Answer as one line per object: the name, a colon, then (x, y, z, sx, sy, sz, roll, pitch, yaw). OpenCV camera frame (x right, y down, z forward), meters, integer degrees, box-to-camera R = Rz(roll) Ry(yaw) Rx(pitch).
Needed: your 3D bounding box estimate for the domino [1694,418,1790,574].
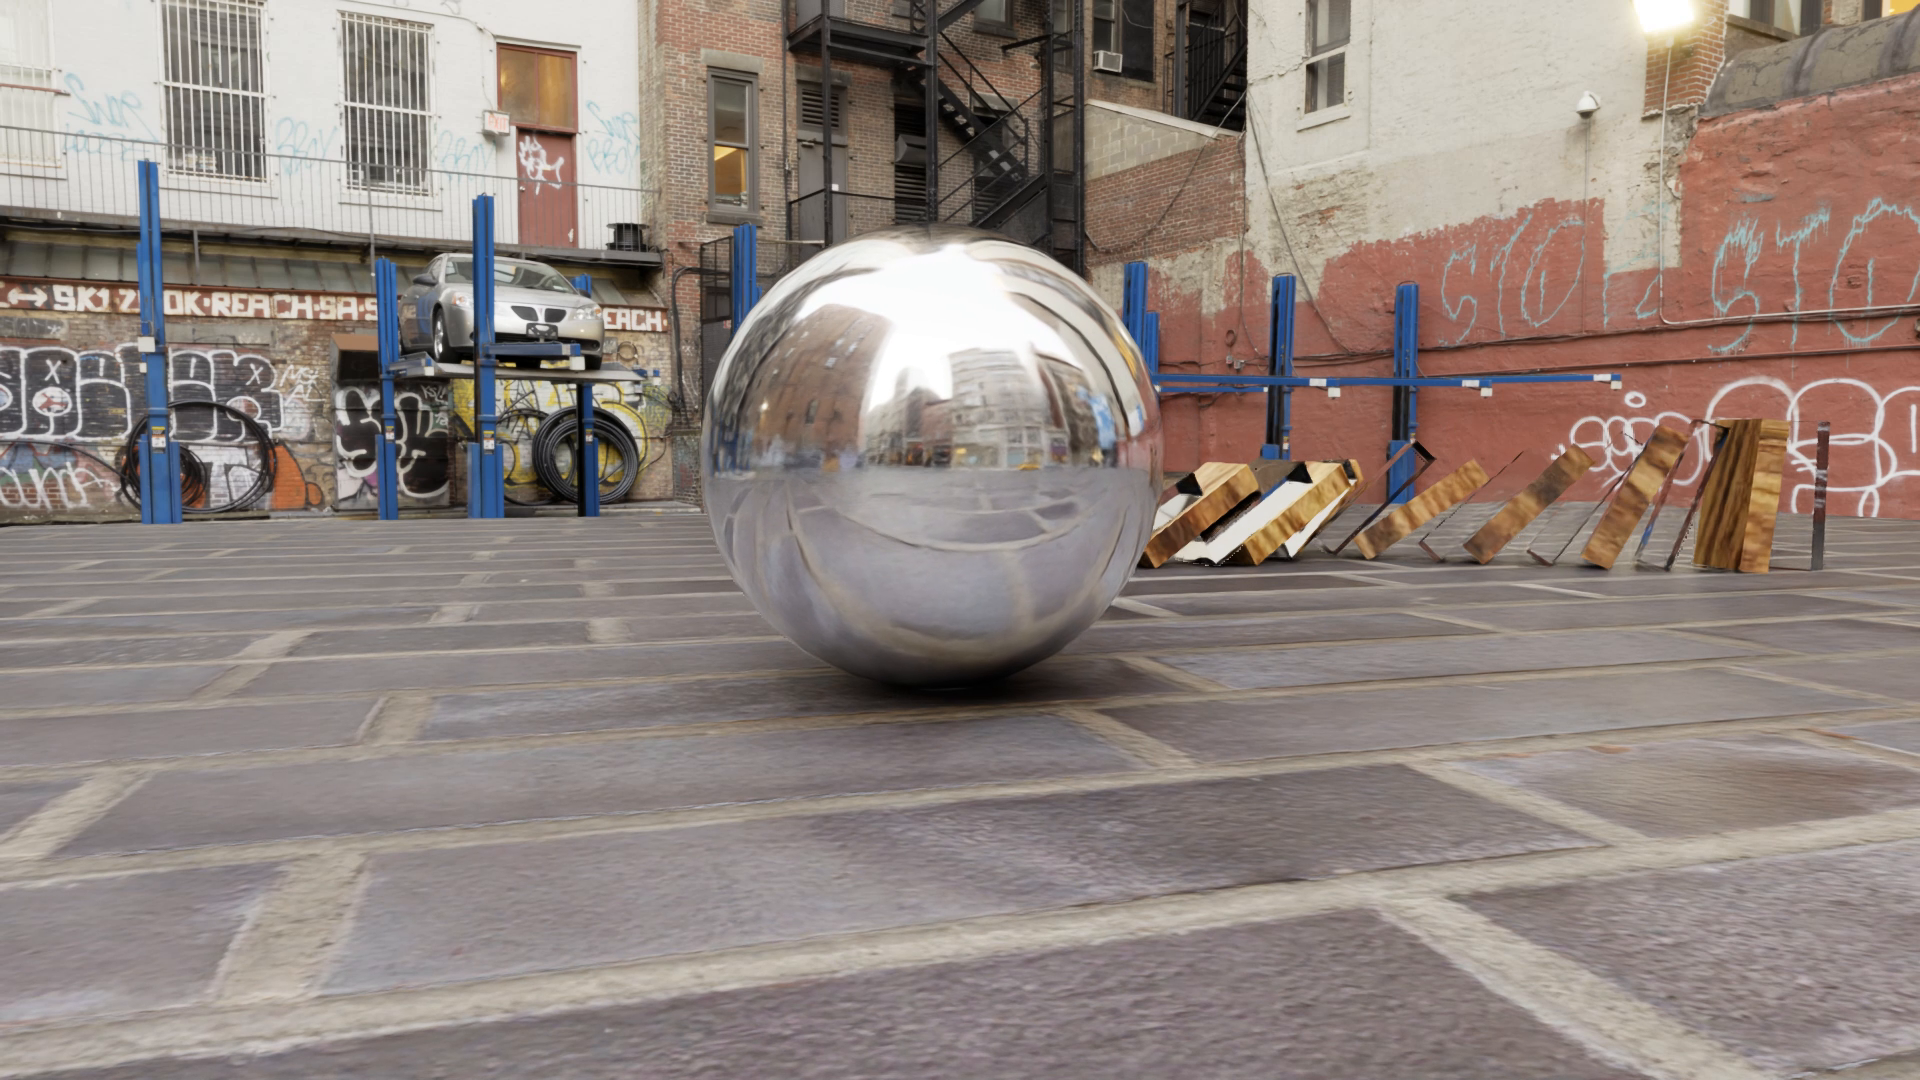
domino: (0.263, -0.015, 0.432, 0.009, 0.050, 0.025, 6, 4, -3)

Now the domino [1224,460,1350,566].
domino: (0.114, -0.010, 0.465, 0.050, 0.010, 0.025, -37, 21, -18)

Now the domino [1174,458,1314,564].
domino: (0.099, -0.011, 0.459, 0.050, 0.010, 0.025, -37, 21, -18)

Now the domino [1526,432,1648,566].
domino: (0.218, -0.014, 0.447, 0.009, 0.050, 0.025, 38, 19, 18)

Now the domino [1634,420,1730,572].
domino: (0.244, -0.015, 0.434, 0.010, 0.050, 0.025, 22, 13, 22)

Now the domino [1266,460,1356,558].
domino: (0.125, -0.012, 0.482, 0.050, 0.009, 0.025, -43, 25, -31)

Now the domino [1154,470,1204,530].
domino: (0.058, -0.007, 0.447, 0.050, 0.010, 0.025, -33, 17, -19)

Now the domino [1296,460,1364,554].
domino: (0.133, -0.013, 0.500, 0.050, 0.010, 0.025, -42, 25, -29)

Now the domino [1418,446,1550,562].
domino: (0.189, -0.013, 0.462, 0.050, 0.010, 0.025, -46, -16, 21)

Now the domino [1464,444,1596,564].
domino: (0.202, -0.013, 0.455, 0.009, 0.050, 0.025, 48, 21, 15)

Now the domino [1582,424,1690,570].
domino: (0.231, -0.015, 0.440, 0.009, 0.050, 0.025, 30, 16, 21)

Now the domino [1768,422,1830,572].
domino: (0.281, -0.015, 0.440, 0.009, 0.050, 0.025, -3, 5, -36)

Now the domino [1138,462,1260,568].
domino: (0.079, -0.009, 0.454, 0.050, 0.009, 0.025, -36, 18, -16)

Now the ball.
ball: (-0.005, -0.014, 0.224, 0.080, 0.080, 0.080, 0, 4, 0)

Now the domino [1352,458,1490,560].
domino: (0.170, -0.012, 0.473, 0.050, 0.010, 0.025, -37, -10, 21)

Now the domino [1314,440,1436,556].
domino: (0.155, -0.016, 0.484, 0.010, 0.050, 0.025, 46, 8, 6)
